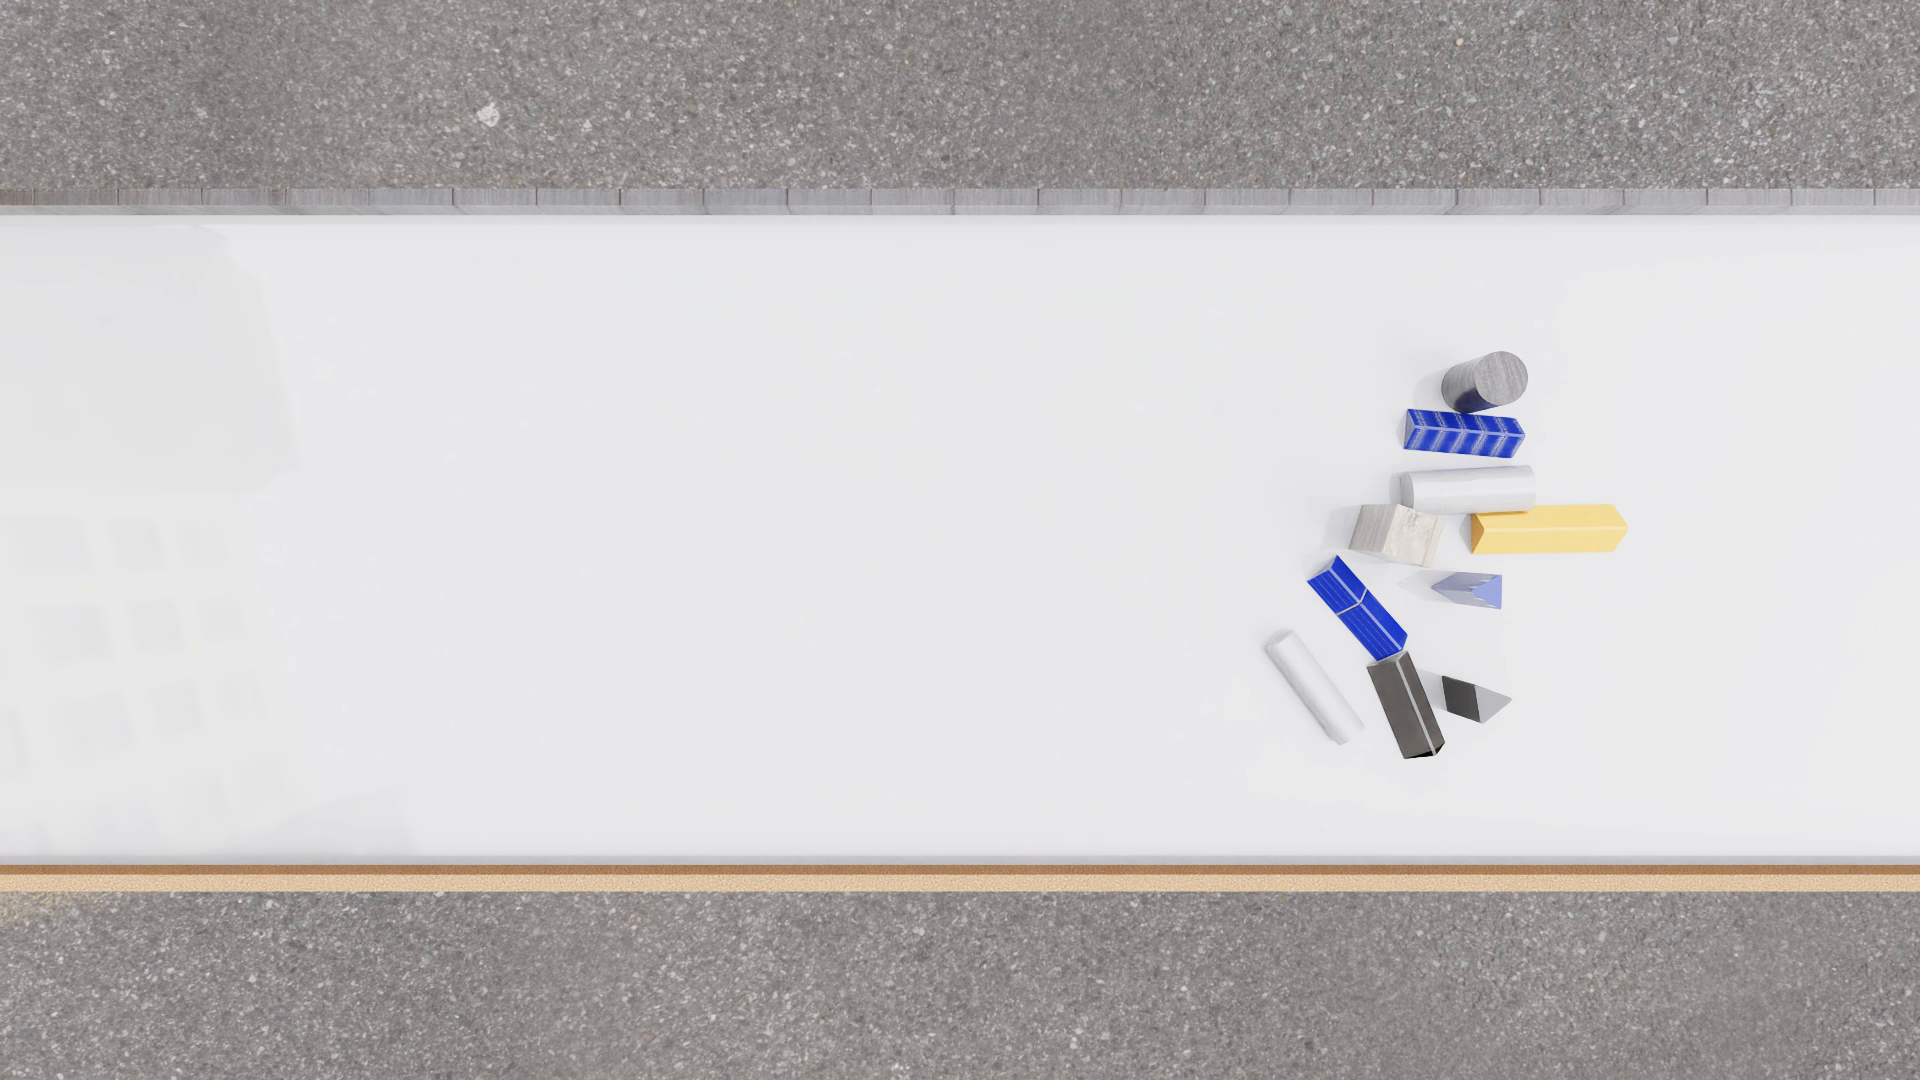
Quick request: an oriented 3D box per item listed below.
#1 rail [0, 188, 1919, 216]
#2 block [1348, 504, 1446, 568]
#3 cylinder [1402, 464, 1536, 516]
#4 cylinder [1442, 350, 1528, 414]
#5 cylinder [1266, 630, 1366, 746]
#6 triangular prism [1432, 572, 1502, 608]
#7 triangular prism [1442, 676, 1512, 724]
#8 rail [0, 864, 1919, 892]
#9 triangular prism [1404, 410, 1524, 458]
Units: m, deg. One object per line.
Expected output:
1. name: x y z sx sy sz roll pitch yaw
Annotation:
1. rail: -2.247 -1.025 5.002 12.000 0.150 0.050 0 90 0
2. block: 1.284 -0.015 4.869 0.145 0.412 0.145 17 91 0
3. cylinder: 1.542 -0.149 5.006 0.367 0.141 0.141 -3 90 0
4. cylinder: 1.559 -0.467 4.914 0.156 0.325 0.156 0 90 0
5. cylinder: 1.084 0.448 5.026 0.102 0.102 0.365 -37 90 0
6. triangular prism: 1.513 0.135 4.876 0.098 0.401 0.085 31 90 0
7. triangular prism: 1.515 0.456 4.913 0.113 0.328 0.098 -39 90 0
8. rail: -2.247 1.025 5.001 12.000 0.150 0.050 0 90 0
9. triangular prism: 1.537 -0.327 5.020 0.334 0.107 0.123 5 90 0
